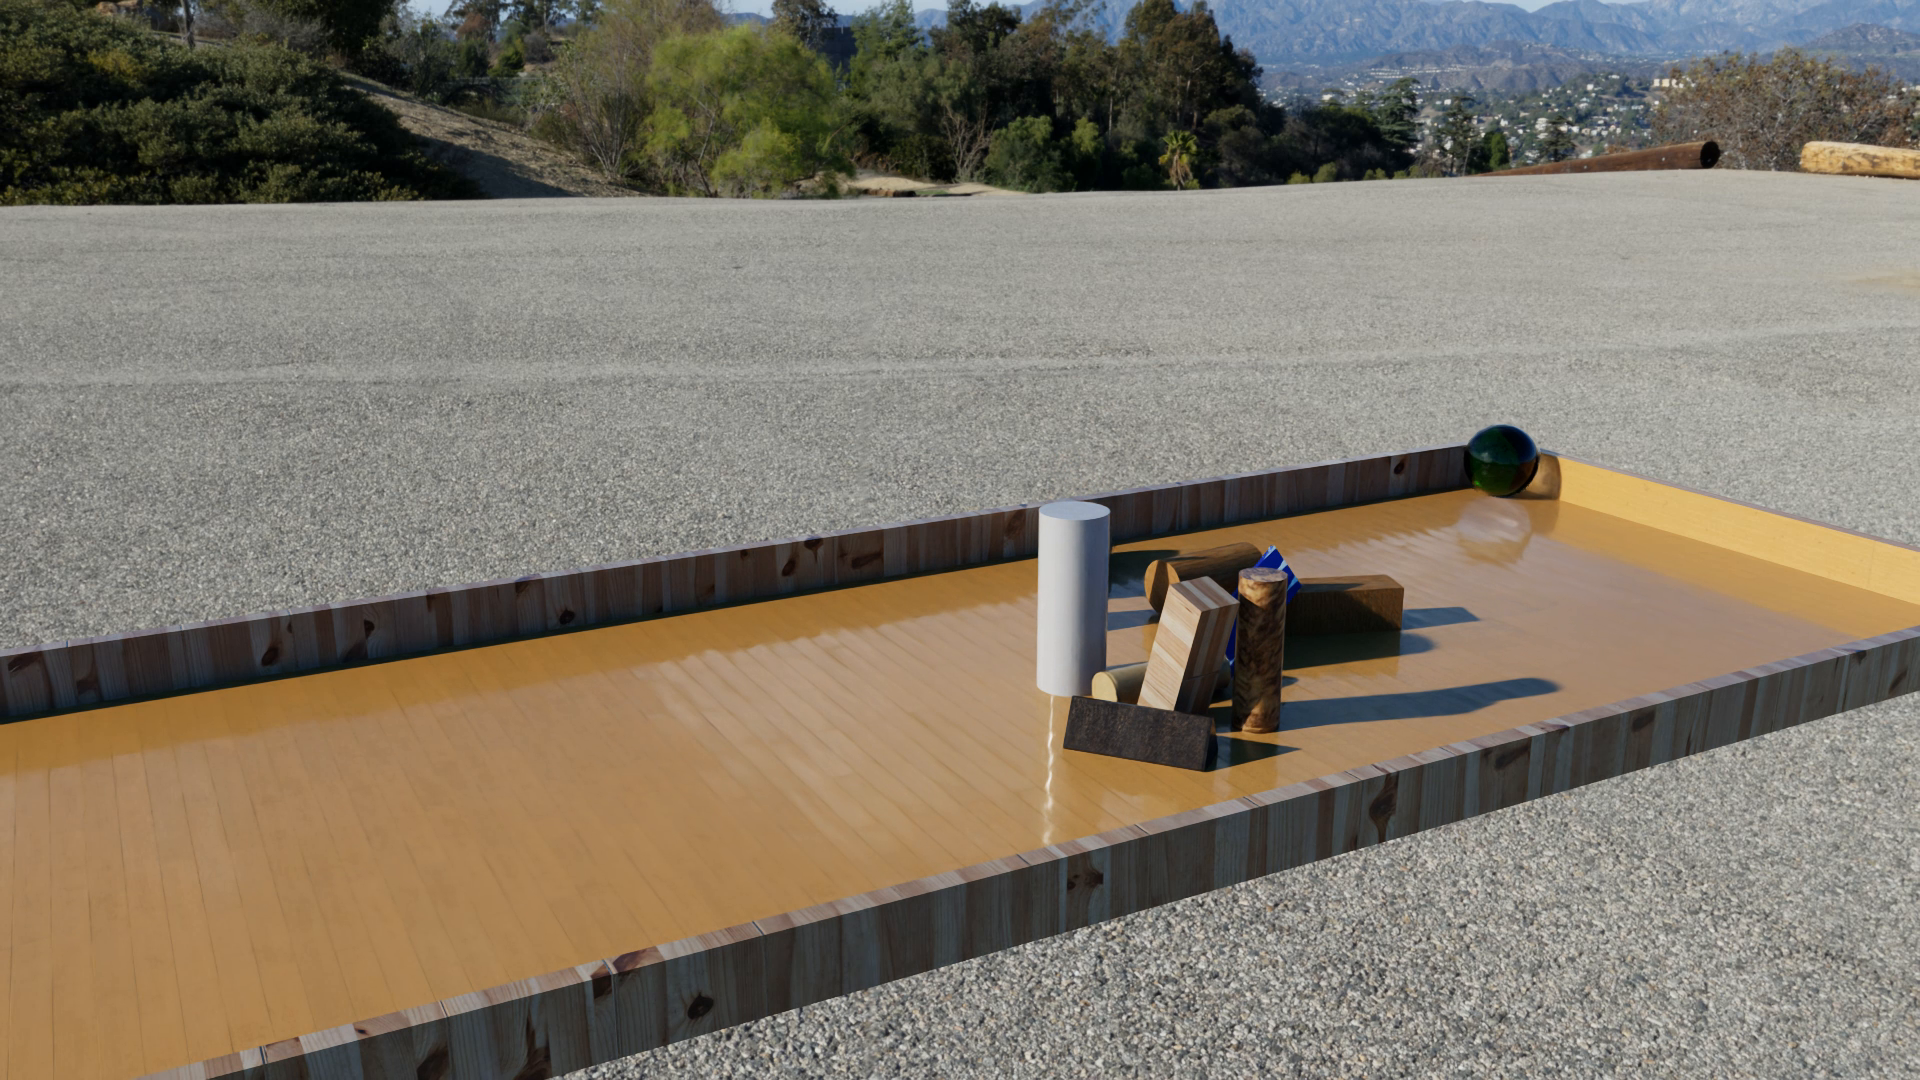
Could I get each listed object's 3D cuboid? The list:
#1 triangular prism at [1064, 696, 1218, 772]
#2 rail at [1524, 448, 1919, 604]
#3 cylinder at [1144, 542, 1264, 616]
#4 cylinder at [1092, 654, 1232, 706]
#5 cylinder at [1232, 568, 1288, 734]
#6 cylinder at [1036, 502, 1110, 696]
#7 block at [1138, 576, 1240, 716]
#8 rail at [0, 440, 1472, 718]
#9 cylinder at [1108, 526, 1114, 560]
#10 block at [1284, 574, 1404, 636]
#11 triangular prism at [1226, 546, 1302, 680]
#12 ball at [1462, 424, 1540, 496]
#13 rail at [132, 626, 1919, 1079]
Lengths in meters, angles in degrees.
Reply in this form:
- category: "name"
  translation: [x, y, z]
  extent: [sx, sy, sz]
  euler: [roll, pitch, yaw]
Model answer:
- category: "triangular prism"
  translation: [0.408, 0.423, 3.718]
  extent: [0.328, 0.105, 0.121]
  euler: [7, 18, 22]
- category: "rail"
  translation: [2.466, -0.048, 5.253]
  extent: [0.050, 0.150, 2.100]
  euler: [-9, 18, -27]
- category: "cylinder"
  translation: [0.700, 0.110, 4.693]
  extent: [0.320, 0.161, 0.161]
  euler: [-11, 19, -32]
- category: "cylinder"
  translation: [0.491, 0.342, 4.006]
  extent: [0.342, 0.104, 0.104]
  euler: [-9, 19, -29]
- category: "cylinder"
  translation: [0.694, 0.256, 3.825]
  extent: [0.112, 0.371, 0.112]
  euler: [0, 16, 0]
- category: "cylinder"
  translation: [0.278, 0.144, 4.064]
  extent: [0.173, 0.451, 0.173]
  euler: [0, 16, 0]
- category: "block"
  translation: [0.520, 0.269, 3.786]
  extent: [0.115, 0.351, 0.115]
  euler: [-11, 36, -32]
- category: "rail"
  translation: [-3.305, 0.497, 3.399]
  extent: [12.000, 0.150, 0.050]
  euler: [-9, 18, -27]
- category: "cylinder"
  translation: [0.378, 0.049, 4.944]
  extent: [0.137, 0.137, 0.415]
  euler: [3, 17, 10]
- category: "block"
  translation: [1.001, 0.180, 4.525]
  extent: [0.396, 0.123, 0.123]
  euler: [-2, 17, -8]
- category: "triangular prism"
  translation: [0.729, 0.176, 4.288]
  extent: [0.140, 0.121, 0.413]
  euler: [12, 40, 35]
- category: "ball"
  translation: [1.923, -0.284, 5.863]
  extent: [0.258, 0.258, 0.258]
  euler: [0, 16, 0]
- category: "rail"
  translation: [-2.336, 1.006, 1.665]
  extent: [12.000, 0.150, 0.050]
  euler: [-9, 18, -27]
